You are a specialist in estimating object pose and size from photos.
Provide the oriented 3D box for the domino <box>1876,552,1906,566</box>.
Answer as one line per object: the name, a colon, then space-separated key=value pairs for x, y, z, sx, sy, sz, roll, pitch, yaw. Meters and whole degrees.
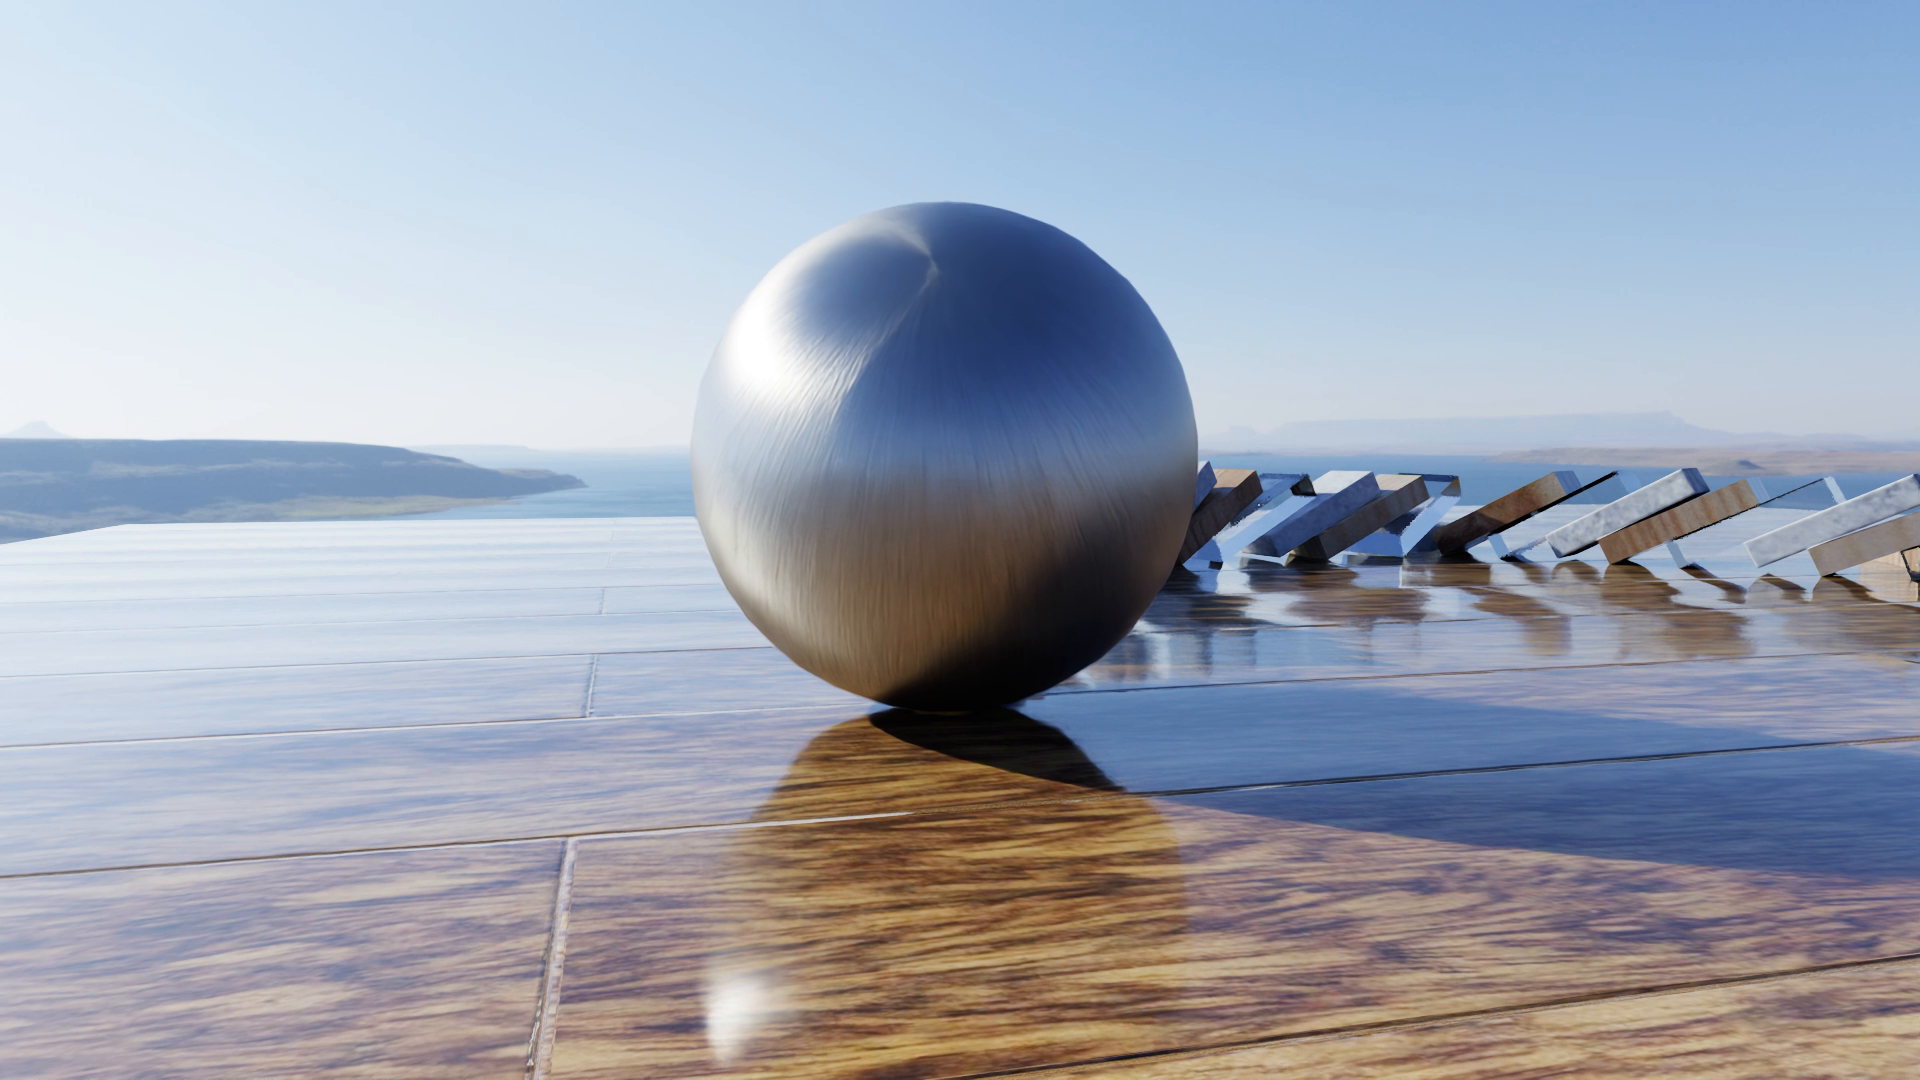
domino: x=0.344 y=0.004 z=0.455 sx=0.025 sy=0.009 sz=0.050 roll=1 pitch=4 yaw=16

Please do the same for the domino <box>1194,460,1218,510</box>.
domino: x=0.070 y=-0.010 z=0.464 sx=0.025 sy=0.009 sz=0.050 roll=-1 pitch=35 yaw=44

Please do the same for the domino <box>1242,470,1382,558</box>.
domino: x=0.131 y=-0.010 z=0.485 sx=0.050 sy=0.010 sz=0.025 roll=-30 pitch=13 yaw=-16

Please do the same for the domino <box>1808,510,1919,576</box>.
domino: x=0.300 y=-0.003 z=0.406 sx=0.050 sy=0.009 sz=0.025 roll=-29 pitch=-15 yaw=38

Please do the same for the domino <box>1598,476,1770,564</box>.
domino: x=0.253 y=-0.007 z=0.448 sx=0.050 sy=0.009 sz=0.025 roll=-31 pitch=-16 yaw=37

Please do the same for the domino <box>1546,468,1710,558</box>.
domino: x=0.239 y=-0.009 z=0.460 sx=0.050 sy=0.009 sz=0.025 roll=-34 pitch=-18 yaw=36

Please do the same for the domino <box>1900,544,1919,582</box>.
domino: x=0.319 y=0.000 z=0.393 sx=0.050 sy=0.009 sz=0.025 roll=-22 pitch=-10 yaw=37

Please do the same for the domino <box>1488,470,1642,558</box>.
domino: x=0.224 y=-0.010 z=0.474 sx=0.050 sy=0.009 sz=0.025 roll=-34 pitch=-18 yaw=36

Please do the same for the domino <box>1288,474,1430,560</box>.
domino: x=0.150 y=-0.009 z=0.489 sx=0.050 sy=0.010 sz=0.025 roll=-29 pitch=13 yaw=-15

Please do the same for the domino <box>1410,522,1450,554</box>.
domino: x=0.186 y=-0.002 z=0.526 sx=0.025 sy=0.010 sz=0.050 roll=4 pitch=6 yaw=43

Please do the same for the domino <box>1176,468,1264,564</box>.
domino: x=0.086 y=-0.009 z=0.473 sx=0.050 sy=0.009 sz=0.025 roll=-38 pitch=25 yaw=-30

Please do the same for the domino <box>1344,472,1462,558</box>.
domino: x=0.173 y=-0.011 z=0.504 sx=0.025 sy=0.009 sz=0.050 roll=7 pitch=33 yaw=46

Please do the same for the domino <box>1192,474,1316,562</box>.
domino: x=0.107 y=-0.009 z=0.481 sx=0.050 sy=0.009 sz=0.025 roll=-32 pitch=18 yaw=-23

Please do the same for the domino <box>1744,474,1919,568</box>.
domino: x=0.286 y=-0.006 z=0.418 sx=0.050 sy=0.009 sz=0.025 roll=-32 pitch=-17 yaw=37

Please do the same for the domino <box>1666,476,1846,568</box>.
domino: x=0.269 y=-0.006 z=0.434 sx=0.050 sy=0.009 sz=0.025 roll=-32 pitch=-17 yaw=37

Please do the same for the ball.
ball: x=-0.002 y=-0.013 z=0.205 sx=0.080 sy=0.080 sz=0.080 roll=0 pitch=4 yaw=0

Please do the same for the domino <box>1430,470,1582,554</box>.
domino: x=0.208 y=-0.010 z=0.487 sx=0.050 sy=0.009 sz=0.025 roll=-33 pitch=-18 yaw=37
